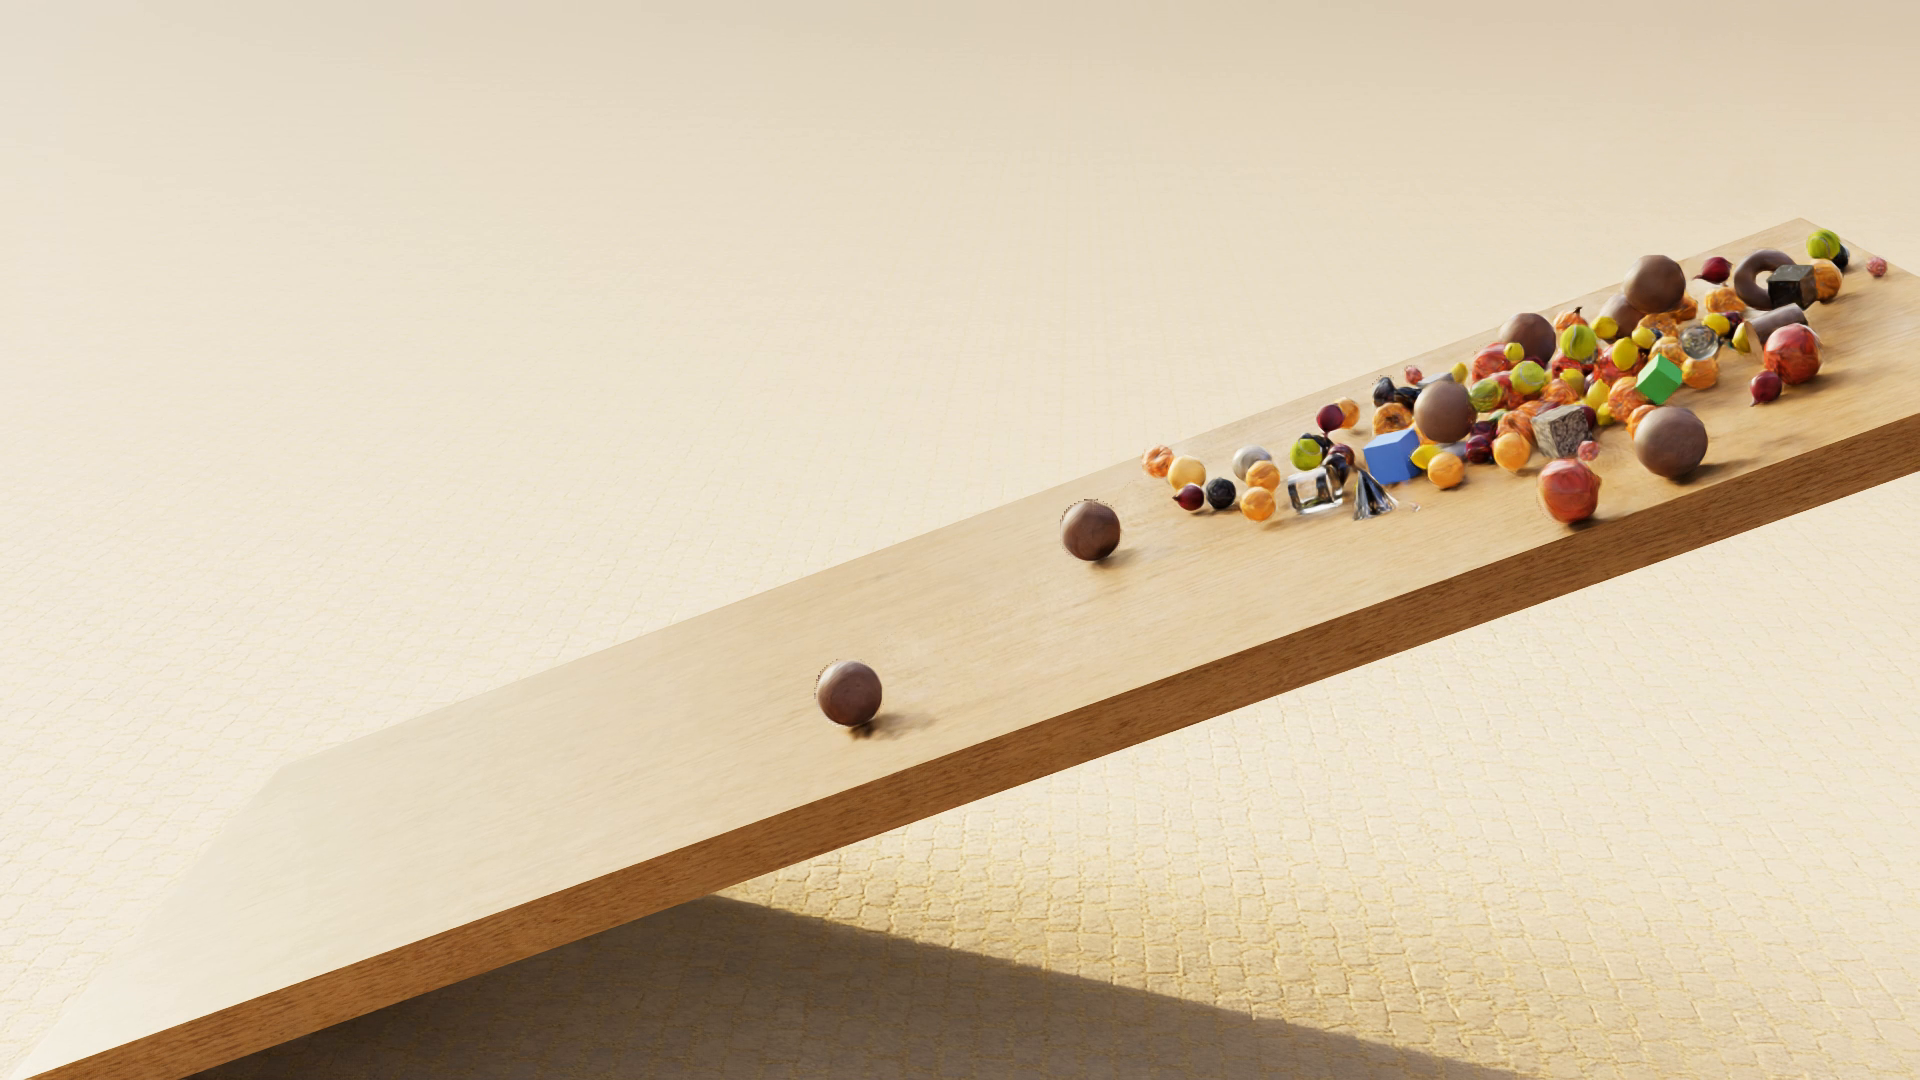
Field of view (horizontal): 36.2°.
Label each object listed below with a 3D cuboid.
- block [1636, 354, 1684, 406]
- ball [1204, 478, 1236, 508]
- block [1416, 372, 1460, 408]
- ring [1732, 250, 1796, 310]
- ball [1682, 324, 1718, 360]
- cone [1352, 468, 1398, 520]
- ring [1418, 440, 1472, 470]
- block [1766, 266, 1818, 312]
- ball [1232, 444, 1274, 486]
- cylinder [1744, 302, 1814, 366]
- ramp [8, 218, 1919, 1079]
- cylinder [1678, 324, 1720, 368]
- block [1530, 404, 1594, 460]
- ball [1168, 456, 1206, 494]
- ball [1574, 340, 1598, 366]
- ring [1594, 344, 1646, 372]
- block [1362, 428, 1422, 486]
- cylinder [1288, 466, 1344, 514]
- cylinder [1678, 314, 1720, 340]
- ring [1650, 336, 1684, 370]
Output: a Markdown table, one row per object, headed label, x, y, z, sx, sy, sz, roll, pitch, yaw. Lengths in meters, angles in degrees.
| label | x | y | z | sx | sy | sz | roll | pitch | yaw |
| --- | --- | --- | --- | --- | --- | --- | --- | --- | --- |
| block | 1.371 | -0.314 | 5.763 | 0.061 | 0.061 | 0.061 | 36 | 35 | -5 |
| ball | 0.563 | -0.101 | 6.351 | 0.068 | 0.068 | 0.068 | 0 | 13 | 0 |
| block | 1.065 | -0.334 | 6.554 | 0.058 | 0.058 | 0.058 | -26 | 13 | -23 |
| ring | 1.673 | -0.539 | 6.099 | 0.137 | 0.137 | 0.046 | 3 | -20 | 13 |
| ball | 1.447 | -0.387 | 5.752 | 0.070 | 0.070 | 0.070 | 0 | 13 | 0 |
| cone | 0.810 | -0.101 | 5.844 | 0.097 | 0.097 | 0.097 | -20 | 12 | 4 |
| ring | 0.989 | -0.174 | 5.999 | 0.112 | 0.037 | 0.112 | -15 | 10 | 3 |
| block | 1.673 | -0.505 | 5.909 | 0.069 | 0.069 | 0.069 | 5 | 32 | 40 |
| ball | 0.642 | -0.165 | 6.450 | 0.090 | 0.090 | 0.090 | 0 | 13 | 0 |
| cylinder | 1.615 | -0.405 | 5.801 | 0.099 | 0.099 | 0.099 | -21 | 13 | 3 |
| ramp | 0.118 | 0.176 | 6.295 | 4.000 | 0.100 | 2.000 | -20 | 12 | 7 |
| cylinder | 1.497 | -0.392 | 5.960 | 0.065 | 0.065 | 0.065 | 11 | -18 | 38 |
| block | 1.176 | -0.212 | 5.743 | 0.079 | 0.079 | 0.079 | -23 | 12 | -11 |
| ball | 0.510 | -0.147 | 6.612 | 0.086 | 0.086 | 0.086 | 0 | 13 | 0 |
| ball | 1.267 | -0.378 | 5.950 | 0.050 | 0.050 | 0.050 | 0 | 13 | 0 |
| ring | 1.399 | -0.384 | 6.238 | 0.111 | 0.037 | 0.111 | -16 | 13 | 4 |
| block | 0.894 | -0.170 | 6.043 | 0.084 | 0.084 | 0.084 | -12 | 15 | 37 |
| cylinder | 0.728 | -0.102 | 6.022 | 0.085 | 0.085 | 0.085 | -15 | 5 | 27 |
| cylinder | 1.543 | -0.432 | 6.141 | 0.062 | 0.062 | 0.062 | -11 | -6 | -40 |
| ring | 1.436 | -0.369 | 5.974 | 0.092 | 0.092 | 0.031 | -10 | 18 | -36 |
